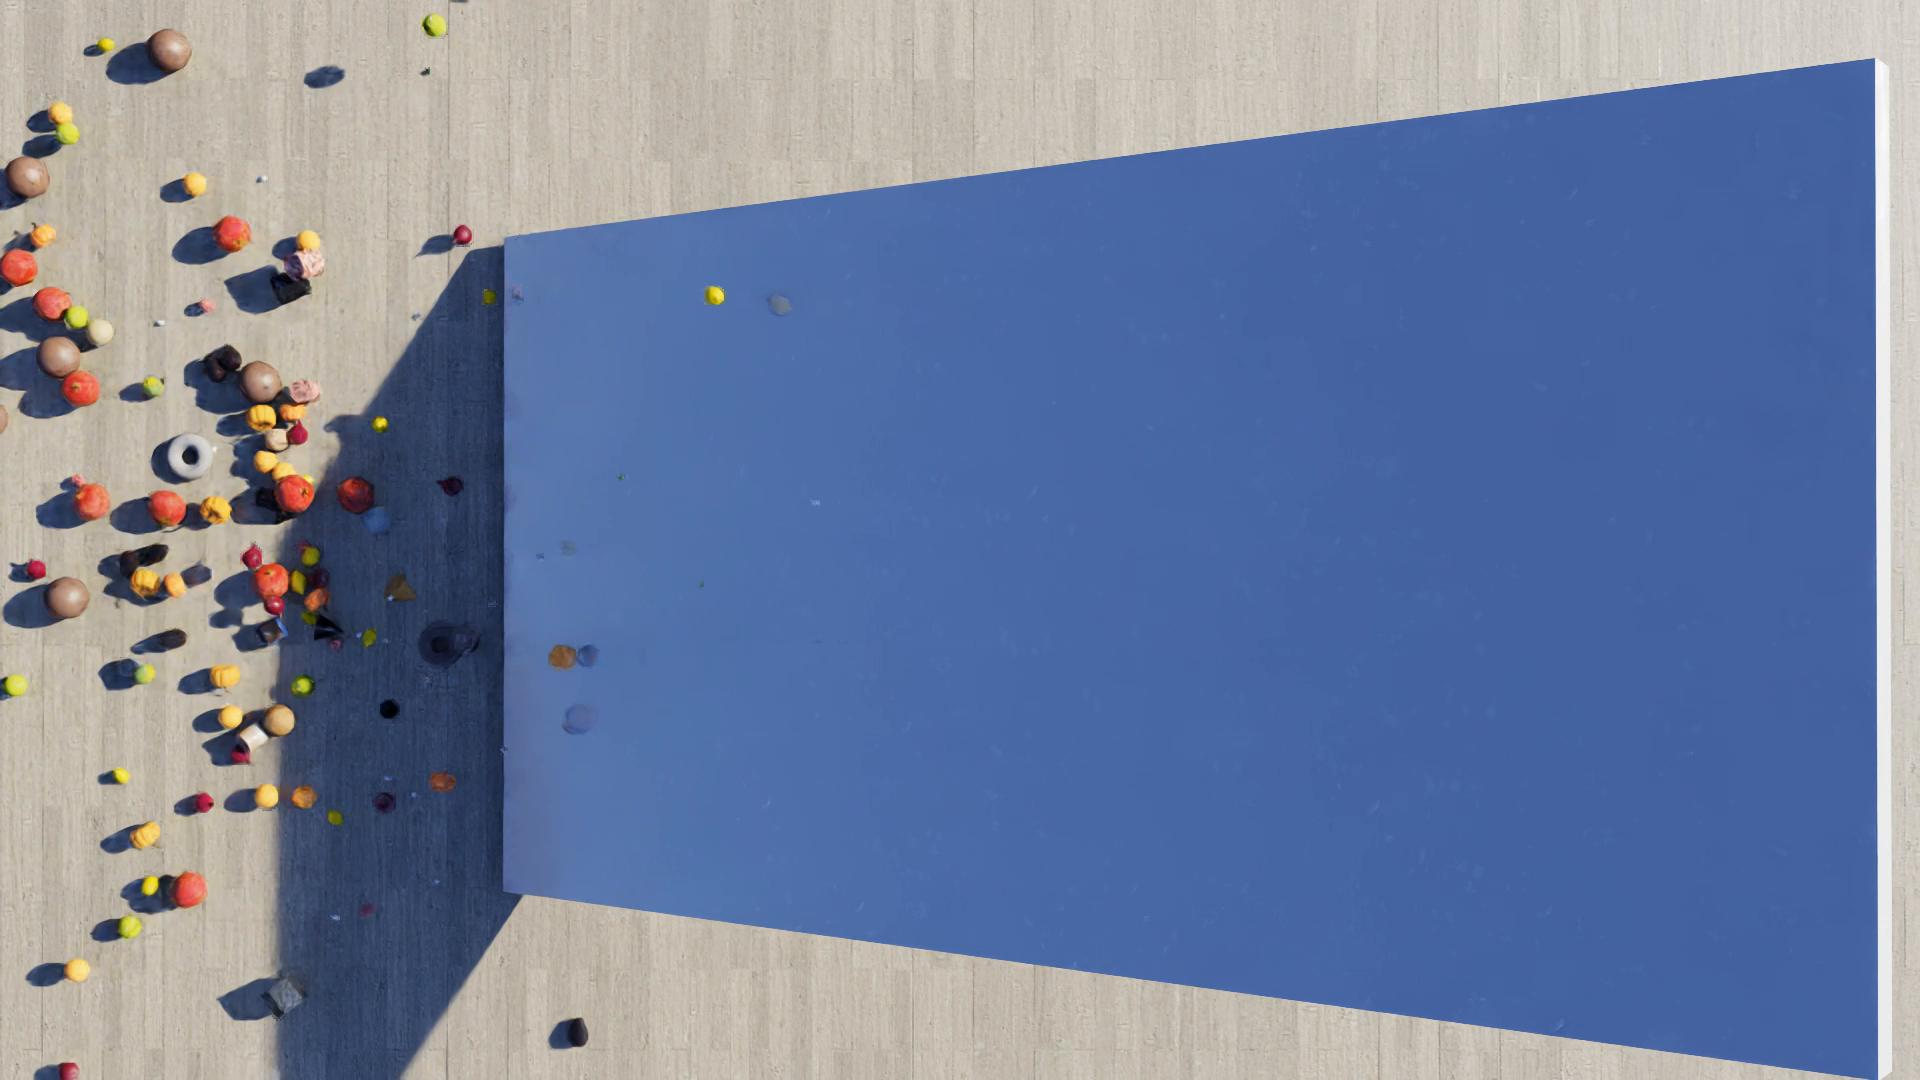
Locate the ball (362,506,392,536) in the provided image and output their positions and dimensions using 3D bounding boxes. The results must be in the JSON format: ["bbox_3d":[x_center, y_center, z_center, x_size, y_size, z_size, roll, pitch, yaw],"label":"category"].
[{"bbox_3d":[-1.784,-0.059,6.735,0.091,0.091,0.091,0,90,0],"label":"ball"}]

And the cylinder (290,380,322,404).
[{"bbox_3d":[-2.005,-0.456,6.741,0.072,0.072,0.072,1,94,8],"label":"cylinder"}]

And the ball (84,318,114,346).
[{"bbox_3d":[-2.646,-0.638,6.759,0.084,0.084,0.084,0,90,0],"label":"ball"}]

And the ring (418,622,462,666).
[{"bbox_3d":[-1.596,0.320,6.767,0.141,0.047,0.141,0,94,-3],"label":"ring"}]

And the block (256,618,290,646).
[{"bbox_3d":[-2.114,0.283,6.764,0.063,0.063,0.063,-31,90,0],"label":"block"}]

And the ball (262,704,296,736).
[{"bbox_3d":[-2.090,0.554,6.744,0.098,0.098,0.098,0,90,0],"label":"ball"}]

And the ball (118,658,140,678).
[{"bbox_3d":[-2.558,0.392,6.763,0.062,0.062,0.062,0,90,0],"label":"ball"}]

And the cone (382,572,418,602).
[{"bbox_3d":[-1.708,0.165,6.773,0.098,0.098,0.098,35,90,-26],"label":"cone"}]

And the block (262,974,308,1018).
[{"bbox_3d":[-2.064,1.393,6.720,0.087,0.087,0.087,-37,92,-37],"label":"block"}]

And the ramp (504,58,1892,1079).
[{"bbox_3d":[0.230,0.065,5.548,4.000,0.100,2.000,0,89,37],"label":"ramp"}]

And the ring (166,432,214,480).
[{"bbox_3d":[-2.374,-0.257,6.775,0.146,0.049,0.146,0,90,1],"label":"ring"}]

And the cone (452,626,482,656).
[{"bbox_3d":[-1.489,0.299,6.726,0.092,0.092,0.092,-20,90,40],"label":"cone"}]

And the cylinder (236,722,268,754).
[{"bbox_3d":[-2.169,0.606,6.739,0.069,0.069,0.069,50,55,0],"label":"cylinder"}]

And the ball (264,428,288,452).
[{"bbox_3d":[-2.098,-0.308,6.746,0.074,0.074,0.074,0,90,0],"label":"ball"}]

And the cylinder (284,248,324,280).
[{"bbox_3d":[-1.993,-0.838,6.683,0.085,0.085,0.085,12,113,30],"label":"cylinder"}]

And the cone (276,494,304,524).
[{"bbox_3d":[-2.086,-0.077,6.777,0.093,0.093,0.093,43,116,0],"label":"cone"}]

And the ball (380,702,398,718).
[{"bbox_3d":[-1.759,0.523,6.766,0.054,0.054,0.054,0,90,0],"label":"ball"}]
